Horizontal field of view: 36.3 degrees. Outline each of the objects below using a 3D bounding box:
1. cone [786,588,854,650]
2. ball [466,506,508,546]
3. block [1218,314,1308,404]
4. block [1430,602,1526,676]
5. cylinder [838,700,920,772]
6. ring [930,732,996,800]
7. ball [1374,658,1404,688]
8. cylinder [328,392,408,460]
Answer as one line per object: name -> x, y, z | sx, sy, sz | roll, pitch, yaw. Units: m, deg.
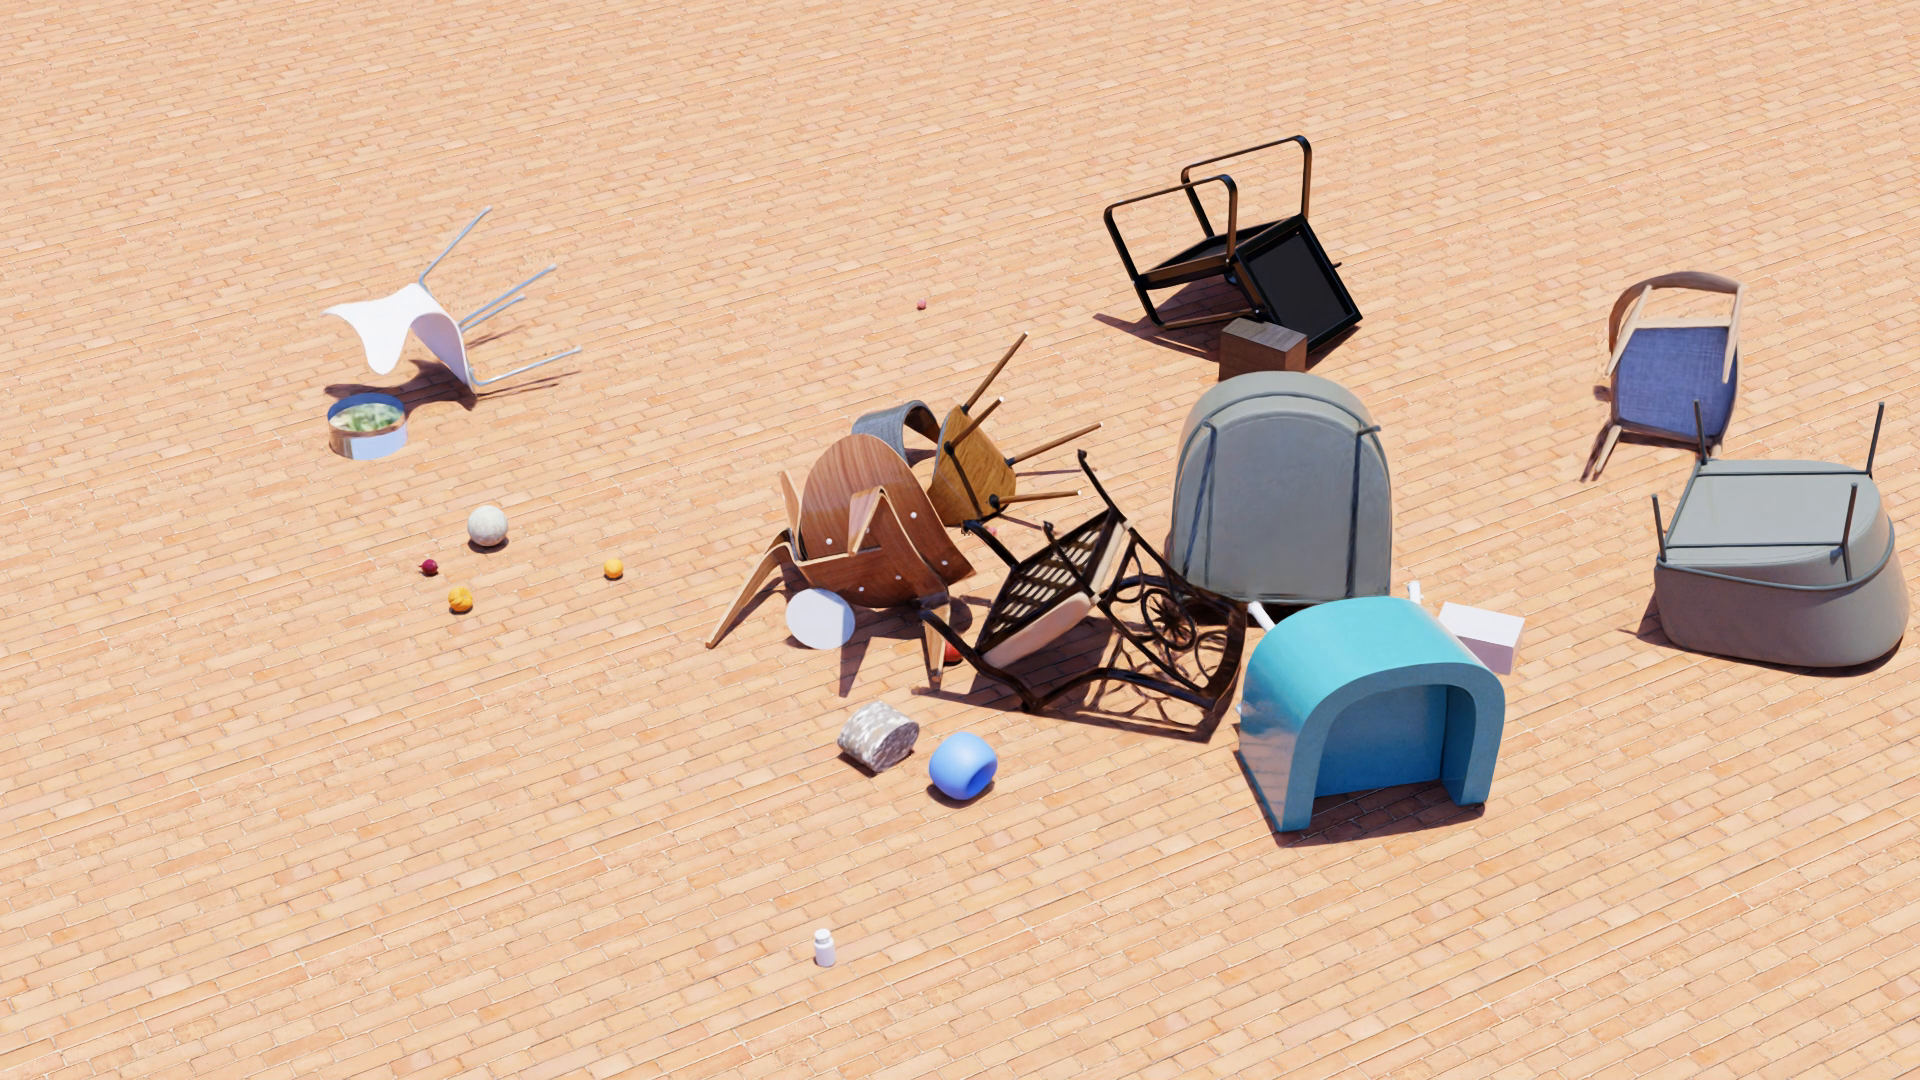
cone -> -0.507, 0.279, 10.437 | 0.252, 0.208, 0.170 | 24, -4, -9
ball -> -1.753, -0.053, 10.886 | 0.153, 0.153, 0.153 | 0, 33, 0
block -> 1.222, -0.733, 11.840 | 0.301, 0.238, 0.169 | 21, 39, 29
block -> 1.819, 0.346, 10.306 | 0.286, 0.123, 0.187 | 12, 35, 18
cylinder -> -0.273, 0.656, 9.811 | 0.227, 0.145, 0.166 | -39, 48, -26
ring -> 0.010, 0.742, 9.645 | 0.221, 0.198, 0.161 | -38, 61, -26
ball -> 1.486, 0.460, 10.153 | 0.102, 0.102, 0.102 | 0, 33, 0
cylinder -> -2.325, -0.447, 11.505 | 0.300, 0.129, 0.295 | -22, 39, -29
